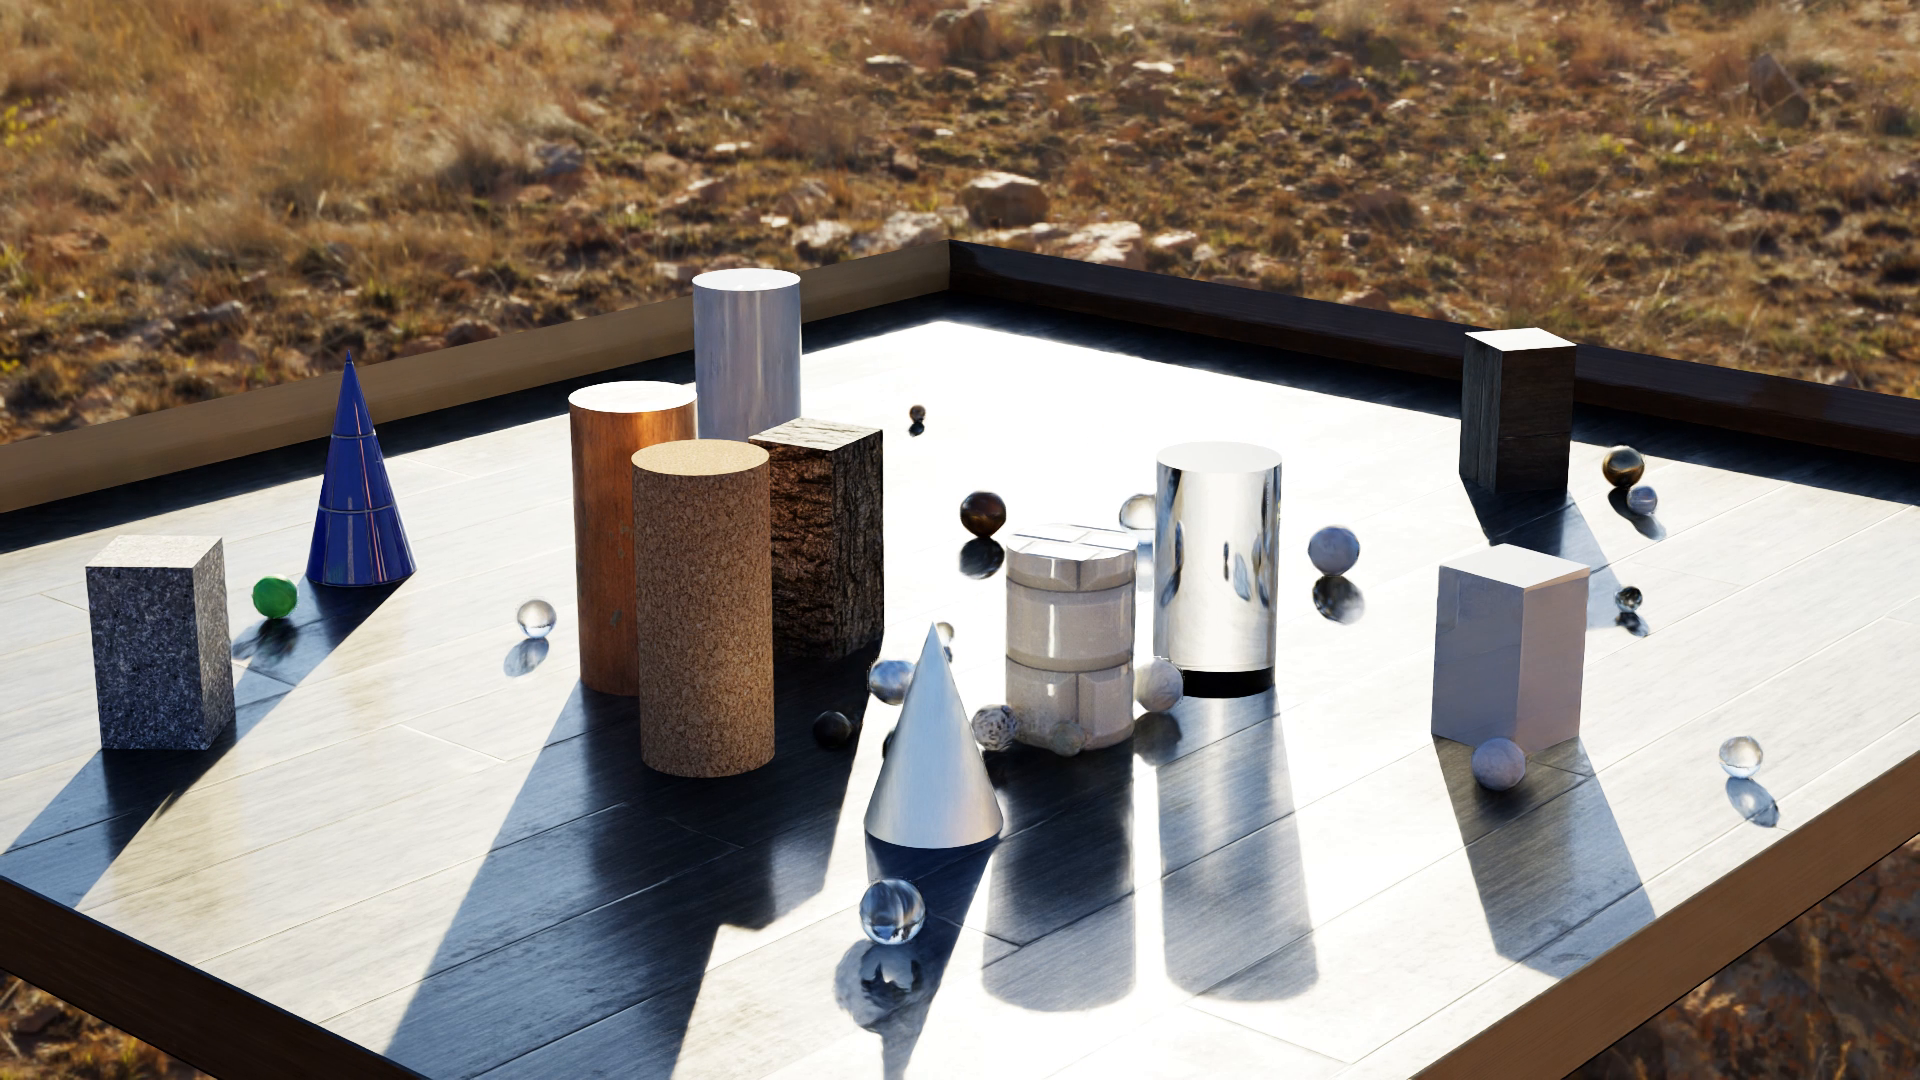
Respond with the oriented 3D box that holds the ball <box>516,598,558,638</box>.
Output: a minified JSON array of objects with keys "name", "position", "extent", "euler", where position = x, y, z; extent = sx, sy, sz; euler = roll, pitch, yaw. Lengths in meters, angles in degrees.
[{"name":"ball","position":[-0.708,0.131,4.906],"extent":[0.067,0.067,0.067],"euler":[0,17,0]}]

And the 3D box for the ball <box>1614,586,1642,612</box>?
[{"name":"ball","position":[1.150,0.101,5.040],"extent":[0.047,0.047,0.047],"euler":[0,17,0]}]

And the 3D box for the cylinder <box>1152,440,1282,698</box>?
[{"name":"cylinder","position":[0.408,0.045,4.666],"extent":[0.200,0.369,0.200],"euler":[0,17,0]}]

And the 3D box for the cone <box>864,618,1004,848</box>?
[{"name":"cone","position":[-0.038,0.252,4.096],"extent":[0.200,0.302,0.200],"euler":[0,17,0]}]

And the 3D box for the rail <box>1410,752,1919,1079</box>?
[{"name":"rail","position":[1.286,0.354,4.051],"extent":[0.045,0.130,3.888],"euler":[14,22,39]}]

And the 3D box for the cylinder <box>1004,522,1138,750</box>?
[{"name":"cylinder","position":[0.167,0.144,4.457],"extent":[0.200,0.300,0.200],"euler":[0,17,0]}]

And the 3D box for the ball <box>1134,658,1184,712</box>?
[{"name":"ball","position":[0.306,0.227,4.559],"extent":[0.083,0.083,0.083],"euler":[0,17,0]}]

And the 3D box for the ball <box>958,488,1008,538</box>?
[{"name":"ball","position":[0.044,-0.050,5.464],"extent":[0.092,0.092,0.092],"euler":[0,17,0]}]

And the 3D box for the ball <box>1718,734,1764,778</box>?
[{"name":"ball","position":[1.143,0.316,4.293],"extent":[0.066,0.066,0.066],"euler":[0,17,0]}]

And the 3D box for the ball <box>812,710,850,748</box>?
[{"name":"ball","position":[-0.193,0.285,4.412],"extent":[0.056,0.056,0.056],"euler":[0,17,0]}]

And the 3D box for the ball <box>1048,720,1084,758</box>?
[{"name":"ball","position":[0.159,0.297,4.370],"extent":[0.055,0.055,0.055],"euler":[0,17,0]}]

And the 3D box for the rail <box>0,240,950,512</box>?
[{"name":"rail","position":[-1.286,-0.289,6.189],"extent":[0.045,0.130,3.888],"euler":[14,22,39]}]

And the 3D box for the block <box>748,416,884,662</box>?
[{"name":"block","position":[-0.235,-0.003,4.846],"extent":[0.160,0.358,0.160],"euler":[9,19,29]}]

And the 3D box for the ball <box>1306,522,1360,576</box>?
[{"name":"ball","position":[0.667,0.017,5.236],"extent":[0.095,0.095,0.095],"euler":[0,17,0]}]

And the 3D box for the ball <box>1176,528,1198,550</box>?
[{"name":"ball","position":[0.417,-0.001,5.387],"extent":[0.041,0.041,0.041],"euler":[0,17,0]}]

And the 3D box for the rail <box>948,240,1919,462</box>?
[{"name":"rail","position":[1.259,-0.386,6.508],"extent":[3.454,0.130,0.045],"euler":[14,22,39]}]

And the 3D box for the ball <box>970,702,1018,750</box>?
[{"name":"ball","position":[0.050,0.279,4.403],"extent":[0.072,0.072,0.072],"euler":[0,17,0]}]

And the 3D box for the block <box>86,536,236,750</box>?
[{"name":"block","position":[-1.210,0.154,4.446],"extent":[0.160,0.288,0.160],"euler":[1,17,2]}]

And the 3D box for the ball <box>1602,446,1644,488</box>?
[{"name":"ball","position":[1.308,-0.143,5.786],"extent":[0.084,0.084,0.084],"euler":[0,17,0]}]

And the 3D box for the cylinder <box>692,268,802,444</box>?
[{"name":"cylinder","position":[-0.397,-0.261,5.513],"extent":[0.200,0.466,0.200],"euler":[0,17,0]}]

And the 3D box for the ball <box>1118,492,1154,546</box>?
[{"name":"ball","position":[0.341,-0.041,5.418],"extent":[0.100,0.100,0.100],"euler":[0,17,0]}]

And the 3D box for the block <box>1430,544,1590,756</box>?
[{"name":"block","position":[0.831,0.167,4.435],"extent":[0.160,0.270,0.160],"euler":[-15,22,-40]}]

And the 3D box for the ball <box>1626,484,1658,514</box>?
[{"name":"ball","position":[1.306,-0.078,5.611],"extent":[0.059,0.059,0.059],"euler":[0,17,0]}]

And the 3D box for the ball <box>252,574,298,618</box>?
[{"name":"ball","position":[-1.170,0.096,5.006],"extent":[0.076,0.076,0.076],"euler":[0,17,0]}]

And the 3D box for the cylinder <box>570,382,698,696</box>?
[{"name":"cylinder","position":[-0.513,-0.004,4.666],"extent":[0.200,0.463,0.200],"euler":[0,17,0]}]

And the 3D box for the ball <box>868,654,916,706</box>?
[{"name":"ball","position":[-0.093,0.198,4.140],"extent":[0.073,0.073,0.073],"euler":[0,17,0]}]

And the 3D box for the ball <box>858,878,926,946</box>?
[{"name":"ball","position":[-0.087,0.474,3.735],"extent":[0.086,0.086,0.086],"euler":[0,17,0]}]

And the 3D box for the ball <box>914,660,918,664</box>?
[{"name":"ball","position":[-0.053,0.211,4.667],"extent":[0.050,0.050,0.050],"euler":[0,17,0]}]

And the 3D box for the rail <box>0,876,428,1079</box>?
[{"name":"rail","position":[-1.259,0.451,3.731],"extent":[3.454,0.130,0.045],"euler":[14,22,39]}]

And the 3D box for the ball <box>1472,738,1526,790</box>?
[{"name":"ball","position":[0.781,0.324,4.247],"extent":[0.076,0.076,0.076],"euler":[0,17,0]}]

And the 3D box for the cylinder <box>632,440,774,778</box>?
[{"name":"cylinder","position":[-0.377,0.099,4.328],"extent":[0.200,0.460,0.200],"euler":[0,17,0]}]

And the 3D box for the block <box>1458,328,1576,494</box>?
[{"name":"block","position":[1.103,-0.257,5.811],"extent":[0.160,0.288,0.160],"euler":[-5,18,-17]}]

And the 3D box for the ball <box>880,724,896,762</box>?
[{"name":"ball","position":[-0.069,0.308,4.271],"extent":[0.093,0.093,0.093],"euler":[0,17,0]}]

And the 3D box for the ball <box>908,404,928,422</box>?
[{"name":"ball","position":[-0.091,-0.272,6.287],"extent":[0.041,0.041,0.041],"euler":[0,17,0]}]

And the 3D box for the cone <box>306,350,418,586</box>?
[{"name":"cone","position":[-1.077,-0.142,5.218],"extent":[0.200,0.409,0.200],"euler":[0,17,0]}]

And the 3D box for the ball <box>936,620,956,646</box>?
[{"name":"ball","position":[-0.028,0.155,4.865],"extent":[0.043,0.043,0.043],"euler":[0,17,0]}]
